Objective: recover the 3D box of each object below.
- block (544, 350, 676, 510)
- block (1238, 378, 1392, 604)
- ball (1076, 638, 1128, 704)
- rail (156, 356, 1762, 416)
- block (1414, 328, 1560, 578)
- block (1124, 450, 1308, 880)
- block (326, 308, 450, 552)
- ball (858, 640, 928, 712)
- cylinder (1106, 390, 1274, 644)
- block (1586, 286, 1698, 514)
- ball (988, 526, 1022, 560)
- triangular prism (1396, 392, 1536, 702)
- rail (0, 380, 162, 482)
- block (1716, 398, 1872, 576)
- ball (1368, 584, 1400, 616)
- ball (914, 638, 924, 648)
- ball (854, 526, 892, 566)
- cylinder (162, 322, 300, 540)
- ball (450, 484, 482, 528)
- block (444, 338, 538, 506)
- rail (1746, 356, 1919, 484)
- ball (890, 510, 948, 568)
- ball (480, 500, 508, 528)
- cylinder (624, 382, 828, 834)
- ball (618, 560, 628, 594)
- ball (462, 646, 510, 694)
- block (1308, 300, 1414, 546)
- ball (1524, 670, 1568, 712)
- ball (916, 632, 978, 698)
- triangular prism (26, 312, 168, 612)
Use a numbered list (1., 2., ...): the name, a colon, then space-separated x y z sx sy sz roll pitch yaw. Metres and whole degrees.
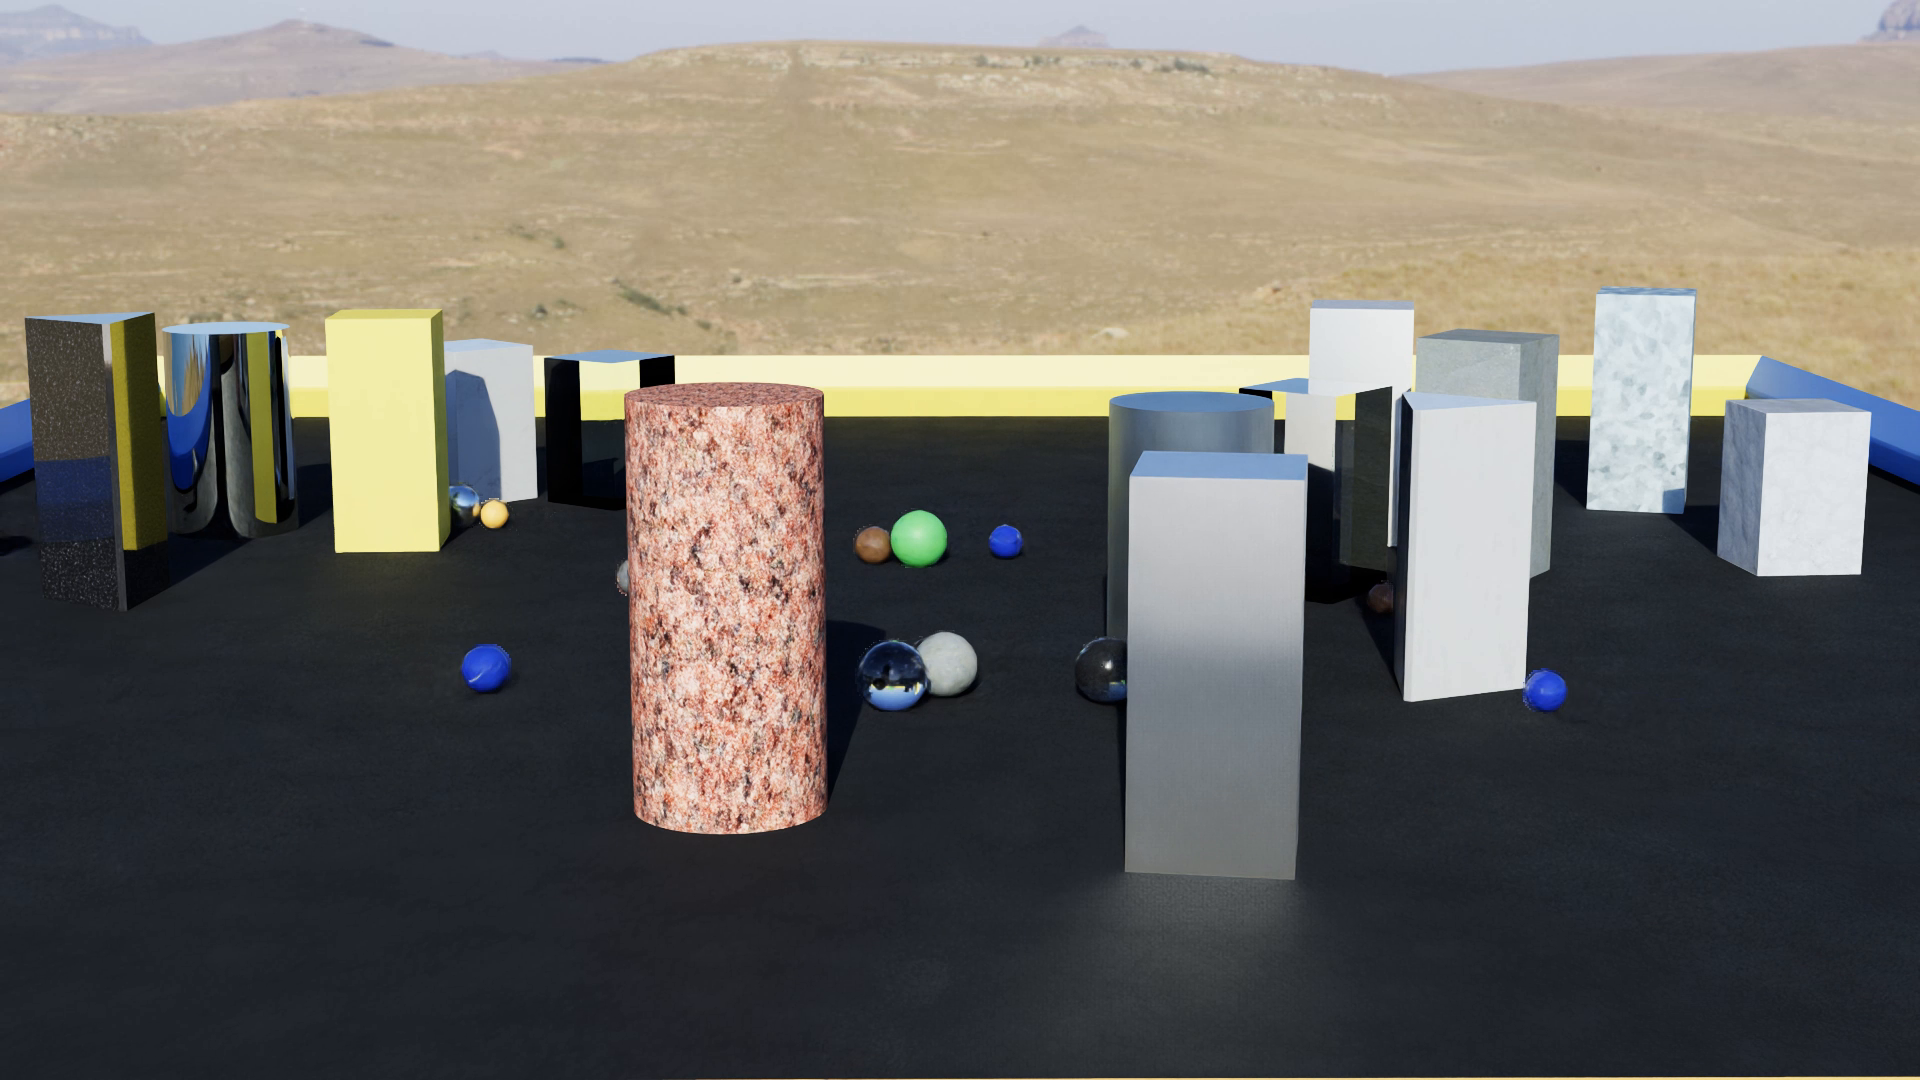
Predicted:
1. block: -0.586 -0.187 4.310 0.154 0.244 0.154 8 13 35
2. block: 0.493 -0.072 3.576 0.154 0.285 0.154 8 13 38
3. ball: 0.171 0.150 2.955 0.076 0.076 0.076 0 11 0
4. rail: -0.011 -0.317 5.329 3.369 0.125 0.045 0 11 0
5. block: 0.753 -0.122 3.685 0.154 0.343 0.154 7 12 32
6. block: 0.238 0.111 2.371 0.154 0.365 0.154 2 11 8
7. block: -0.871 -0.169 3.918 0.154 0.352 0.154 -1 11 -4
8. ball: -0.076 0.155 2.917 0.081 0.081 0.081 0 11 0
9. cylinder: 0.270 0.005 3.021 0.192 0.338 0.192 0 11 0
10. block: 1.133 -0.235 4.262 0.154 0.356 0.154 3 11 17
11. ball: 0.068 0.003 3.814 0.051 0.051 0.051 0 11 0
12. triangular prism: 0.563 0.002 3.034 0.167 0.339 0.144 -5 12 -24
13. rail: -1.661 0.034 3.440 0.045 0.125 3.871 0 11 0
14. block: 1.217 -0.079 3.752 0.154 0.236 0.154 -1 11 -5
15. ball: 0.565 0.080 3.416 0.045 0.045 0.045 0 11 0
16. ball: -0.038 0.139 3.108 0.042 0.042 0.042 0 11 0
17. ball: -0.126 0.009 3.768 0.056 0.056 0.056 0 11 0
18. cylinder: -1.146 -0.174 4.034 0.192 0.319 0.192 0 11 0
19. ball: -0.793 -0.054 4.066 0.070 0.070 0.070 0 11 0
20. block: -0.826 -0.200 4.333 0.154 0.259 0.154 -10 14 -43
21. rail: 1.661 0.030 3.459 0.045 0.125 3.871 0 11 0
22. ball: -0.060 -0.001 3.747 0.084 0.084 0.084 0 11 0
23. ball: -0.737 -0.040 4.063 0.044 0.044 0.044 0 11 0
24. cylinder: -0.227 0.062 2.512 0.192 0.412 0.192 0 11 0
25. ball: -0.446 0.051 3.547 0.054 0.054 0.054 0 11 0
26. ball: -0.555 0.151 3.003 0.056 0.056 0.056 0 11 0
27. block: 0.618 -0.183 3.966 0.154 0.361 0.154 2 11 9
28. ball: 0.665 0.172 2.913 0.047 0.047 0.047 0 11 0
29. ball: -0.017 0.145 2.983 0.076 0.076 0.076 0 11 0
30. triangular prism: -1.155 -0.114 3.522 0.167 0.387 0.144 7 13 33
